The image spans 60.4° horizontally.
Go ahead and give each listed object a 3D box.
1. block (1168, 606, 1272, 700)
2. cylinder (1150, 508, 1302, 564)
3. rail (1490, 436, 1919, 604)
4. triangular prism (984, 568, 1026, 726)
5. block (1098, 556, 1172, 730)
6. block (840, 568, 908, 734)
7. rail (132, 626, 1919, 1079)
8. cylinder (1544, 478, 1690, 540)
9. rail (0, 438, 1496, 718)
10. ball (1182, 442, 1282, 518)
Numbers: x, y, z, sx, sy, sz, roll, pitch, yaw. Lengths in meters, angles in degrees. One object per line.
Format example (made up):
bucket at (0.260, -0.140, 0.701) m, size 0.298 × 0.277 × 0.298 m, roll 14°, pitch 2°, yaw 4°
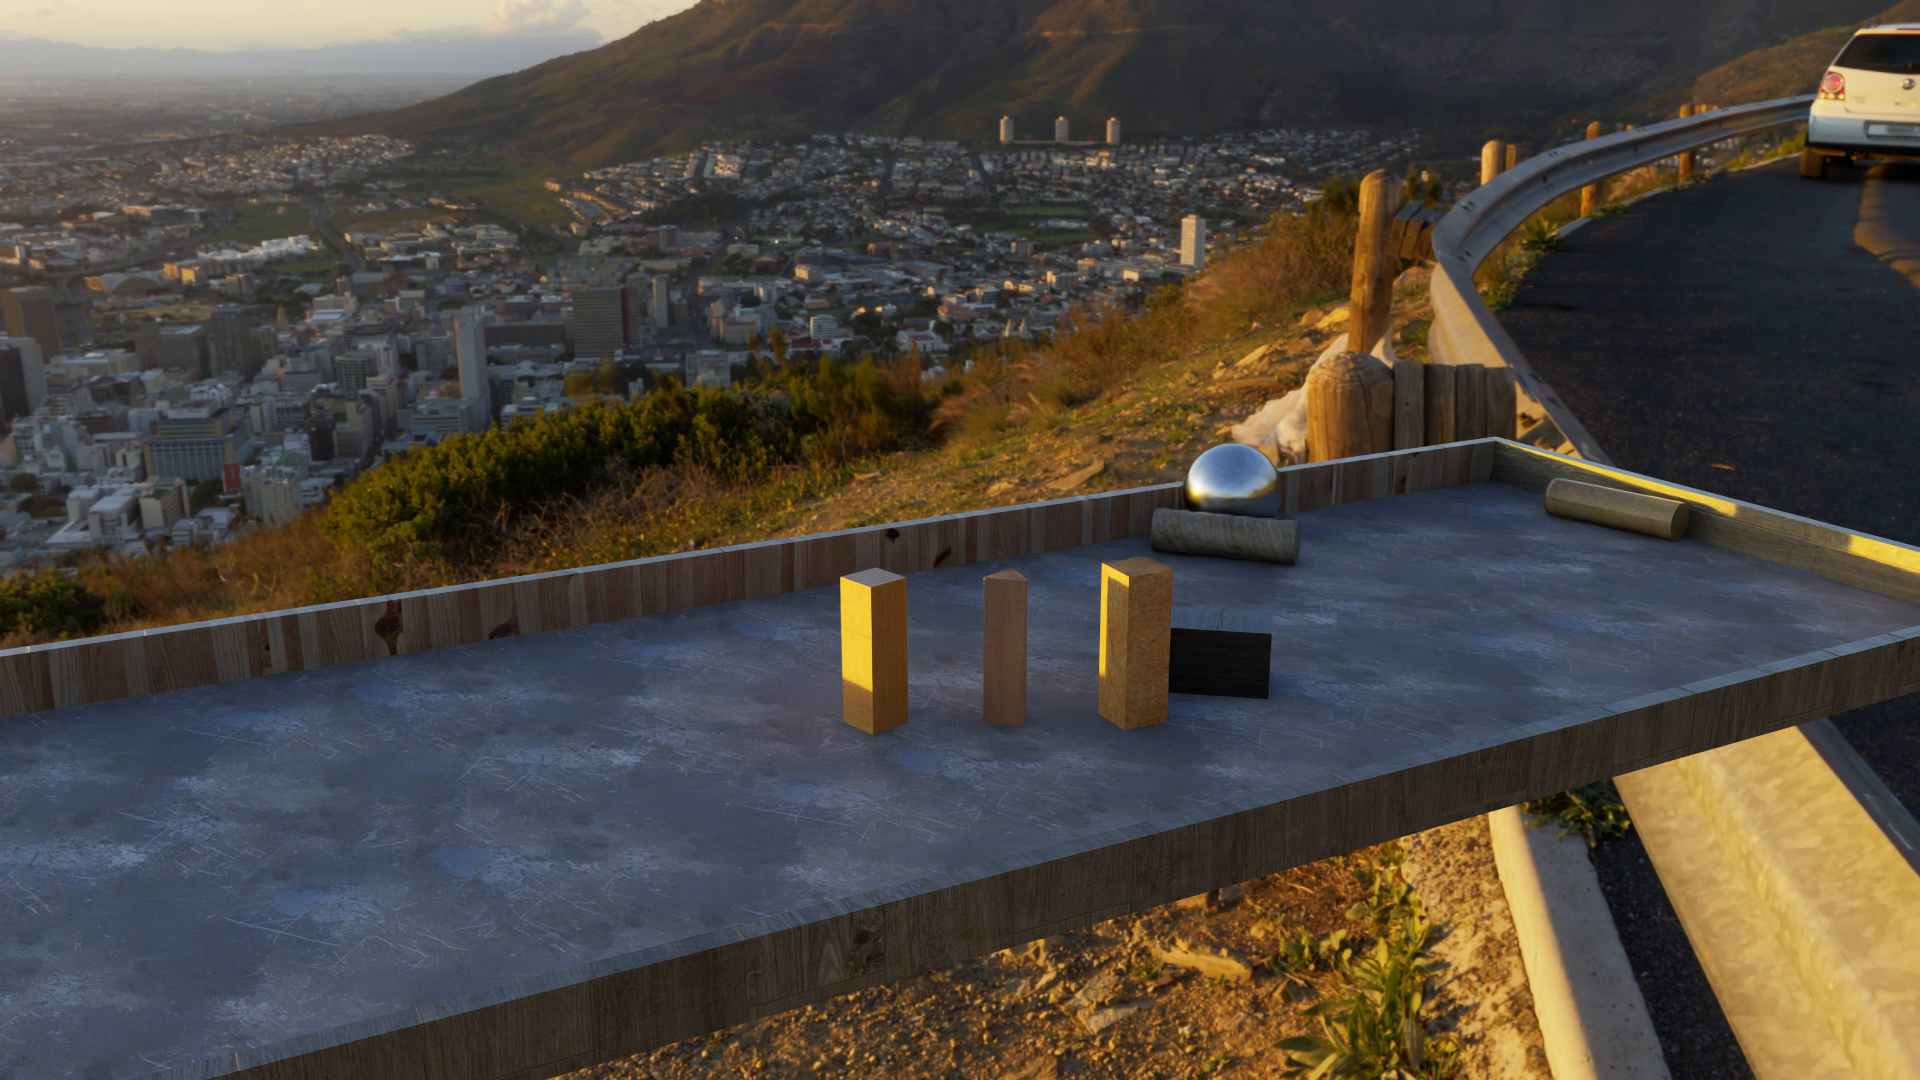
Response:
block at (0.594, 0.275, 4.118) m, size 0.356 × 0.169 × 0.169 m, roll 3°, pitch 17°, yaw 10°
cylinder at (0.831, -0.014, 5.161) m, size 0.447 × 0.135 × 0.135 m, roll 6°, pitch 17°, yaw 20°
rail at (2.466, -0.048, 5.253) m, size 0.050 × 0.150 × 2.100 m, roll -9°, pitch 18°, yaw -27°
triangular prism at (0.114, 0.249, 3.870) m, size 0.101 × 0.358 × 0.087 m, roll 4°, pitch 17°, yaw 14°
block at (0.410, 0.241, 3.867) m, size 0.118 × 0.376 × 0.118 m, roll -8°, pitch 18°, yaw -25°
block at (-0.199, 0.258, 3.841) m, size 0.108 × 0.359 × 0.108 m, roll -15°, pitch 22°, yaw -41°
rail at (-2.336, 1.006, 1.665) m, size 12.000 × 0.150 × 0.050 m, roll -9°, pitch 18°, yaw -27°
cylinder at (2.179, -0.105, 5.489) m, size 0.127 × 0.127 × 0.443 m, roll -14°, pitch 22°, yaw -40°
rail at (-3.305, 0.497, 3.399) m, size 12.000 × 0.150 × 0.050 m, roll -9°, pitch 18°, yaw -27°
ball at (0.880, -0.157, 5.331) m, size 0.316 × 0.316 × 0.316 m, roll 0°, pitch 16°, yaw 0°
